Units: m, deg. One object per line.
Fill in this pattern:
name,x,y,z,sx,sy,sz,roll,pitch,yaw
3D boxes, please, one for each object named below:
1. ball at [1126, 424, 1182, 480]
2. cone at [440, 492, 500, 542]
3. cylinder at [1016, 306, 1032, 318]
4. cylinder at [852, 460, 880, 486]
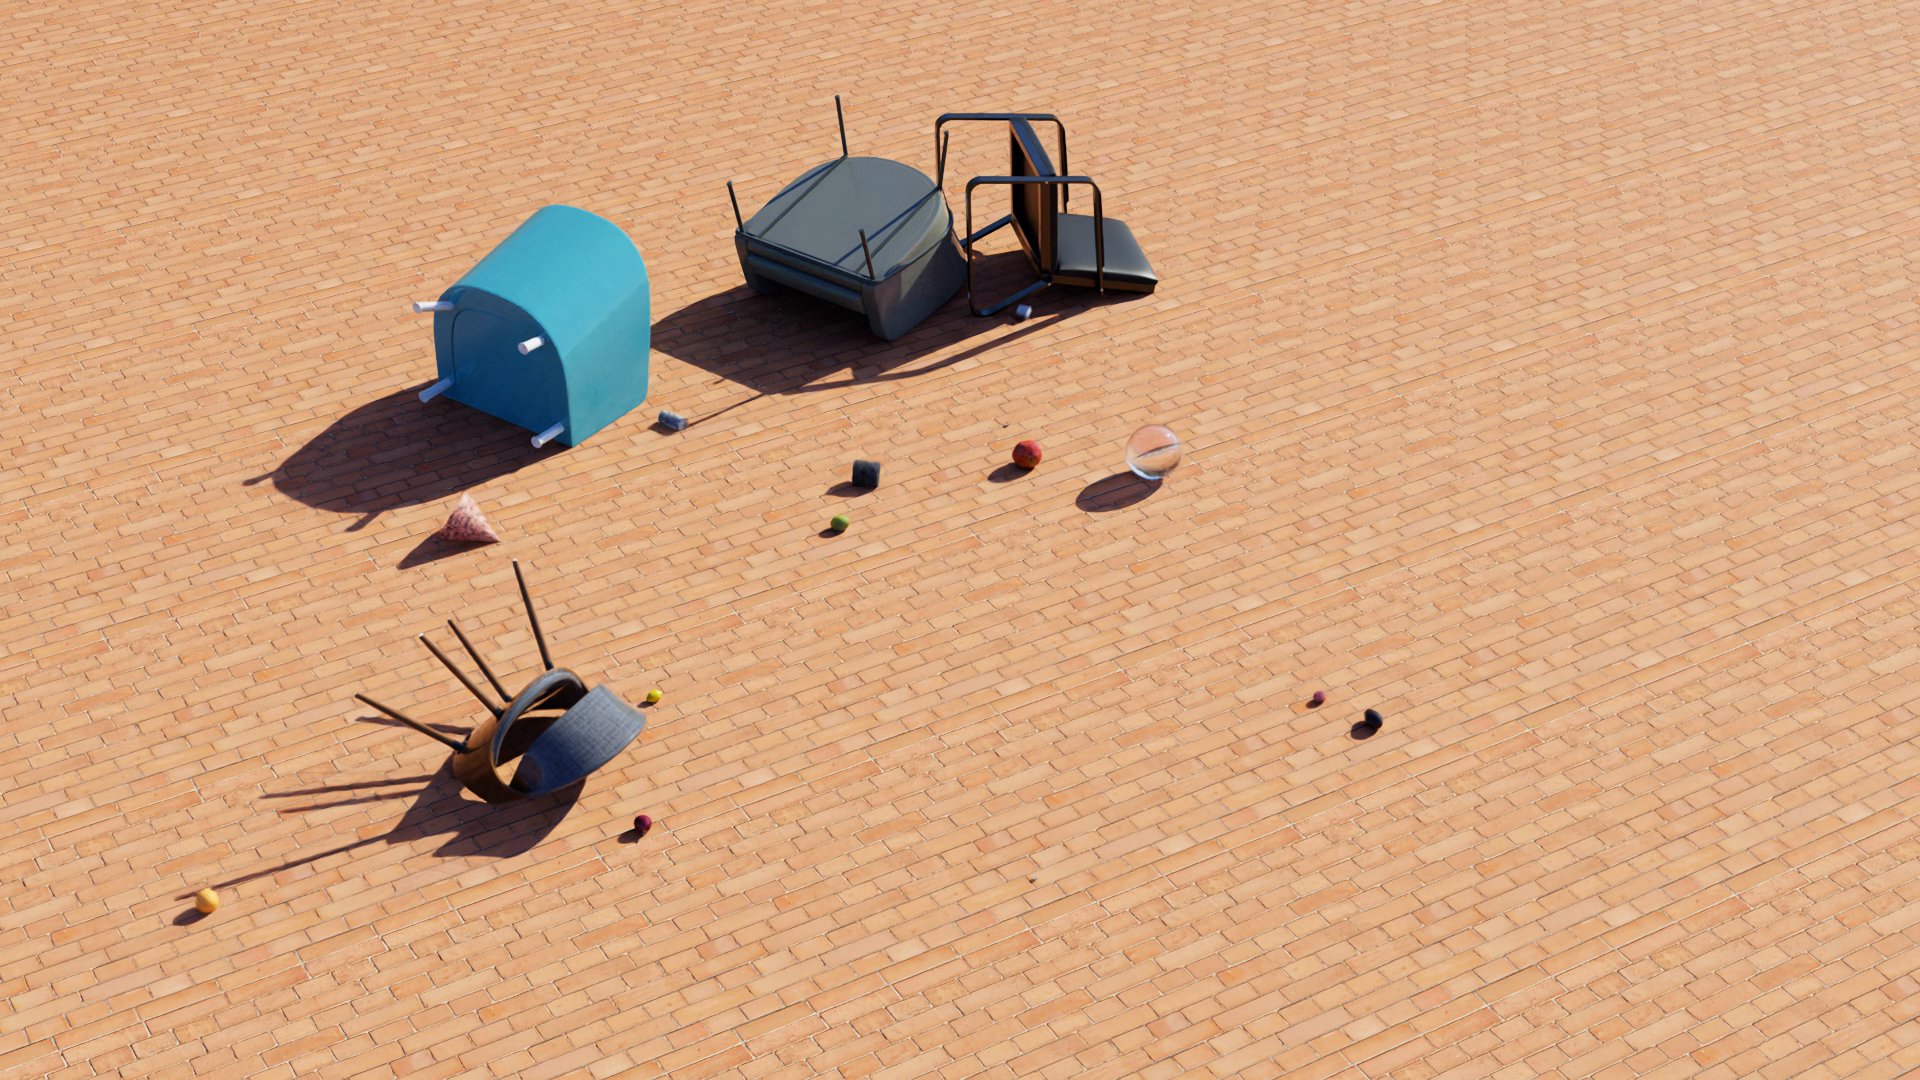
ball,0.744,-0.338,11.261,0.217,0.217,0.217,0,33,0
cone,-1.800,-0.042,10.925,0.203,0.206,0.212,30,29,-5
cylinder,0.269,-0.962,12.363,0.046,0.045,0.049,15,51,21
cylinder,-0.361,-0.256,11.252,0.096,0.096,0.075,4,-1,7
